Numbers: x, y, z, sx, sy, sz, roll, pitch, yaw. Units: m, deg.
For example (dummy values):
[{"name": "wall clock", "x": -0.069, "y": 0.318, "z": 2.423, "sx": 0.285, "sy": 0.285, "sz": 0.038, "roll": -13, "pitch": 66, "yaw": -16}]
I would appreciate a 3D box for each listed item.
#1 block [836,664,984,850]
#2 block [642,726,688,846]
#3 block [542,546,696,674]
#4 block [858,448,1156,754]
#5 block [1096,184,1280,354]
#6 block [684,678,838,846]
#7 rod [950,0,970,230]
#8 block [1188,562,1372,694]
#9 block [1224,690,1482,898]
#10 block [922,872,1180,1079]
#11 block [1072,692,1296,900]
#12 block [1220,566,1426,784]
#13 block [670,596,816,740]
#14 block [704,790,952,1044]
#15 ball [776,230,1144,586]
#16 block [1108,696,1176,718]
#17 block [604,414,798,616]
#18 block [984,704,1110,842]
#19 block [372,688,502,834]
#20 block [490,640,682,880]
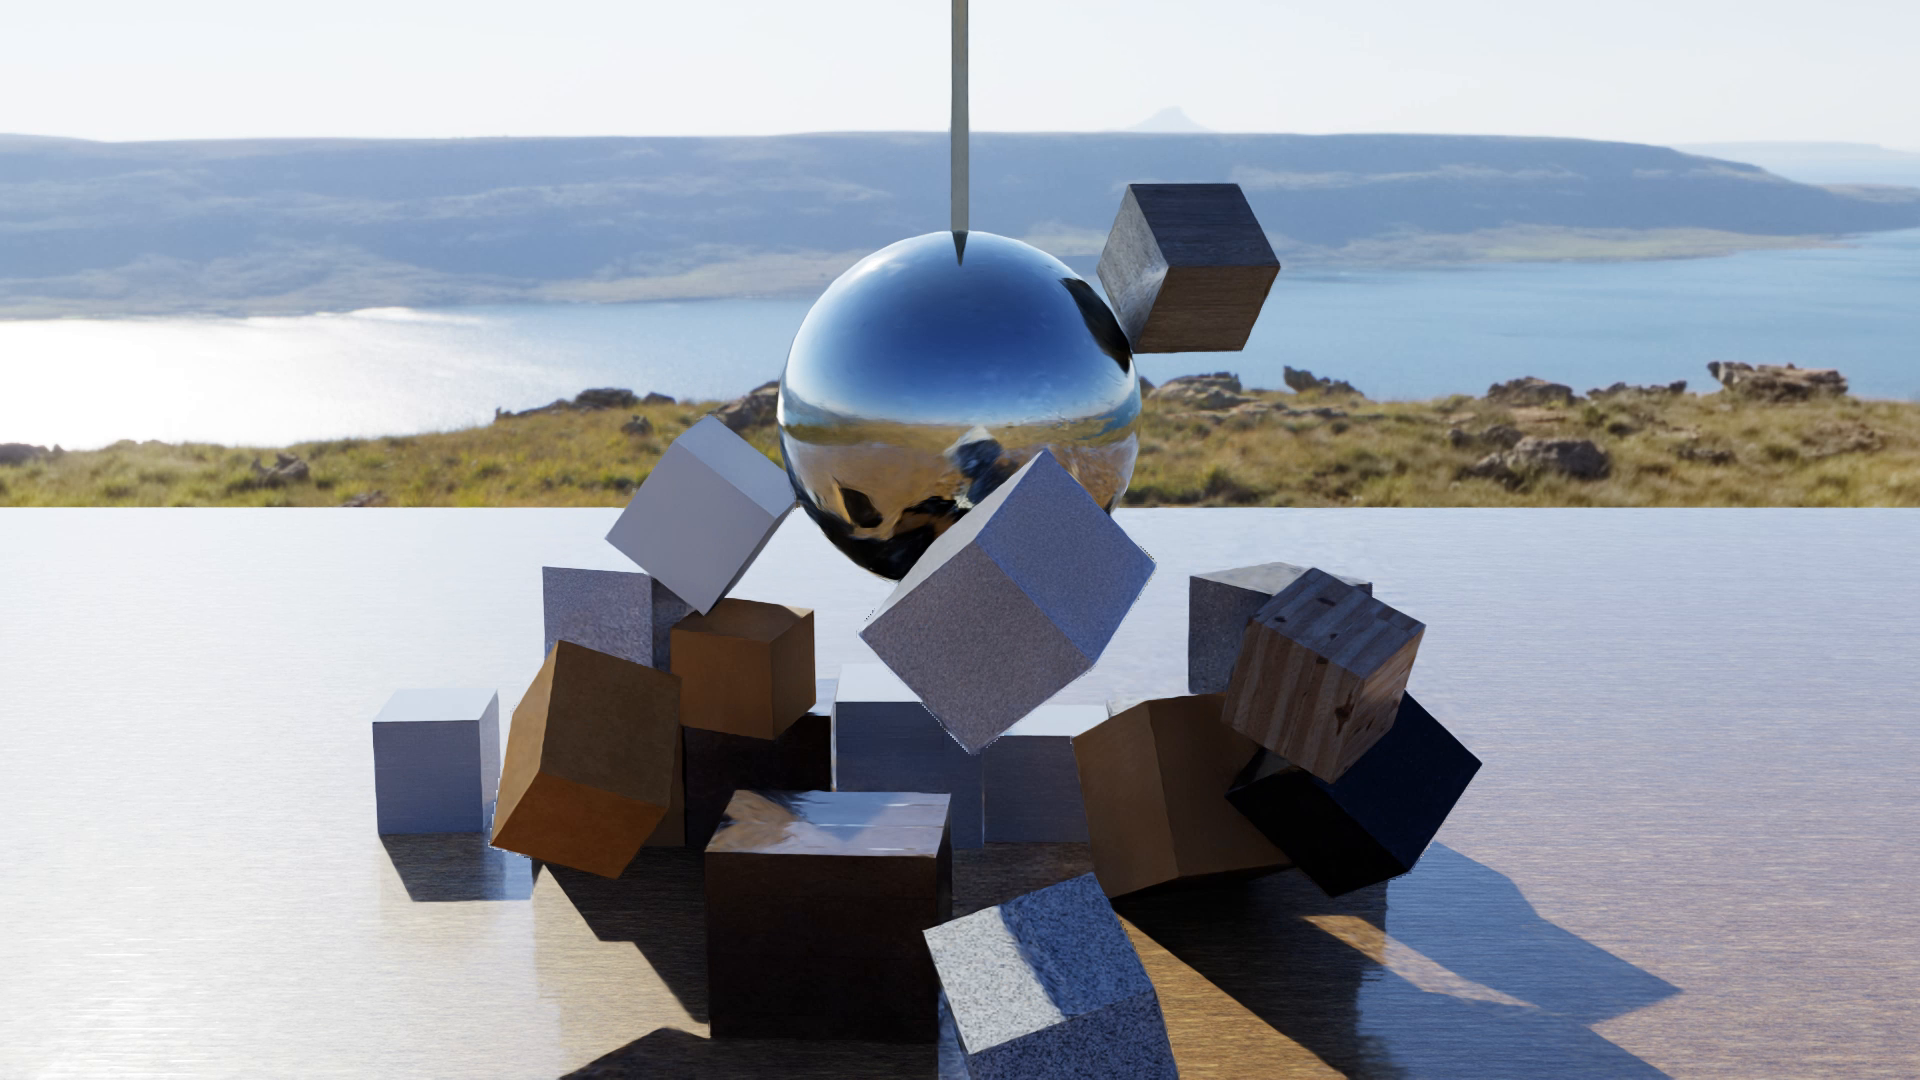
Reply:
[{"name": "block", "x": -0.253, "y": 1.103, "z": 11.360, "sx": 0.734, "sy": 0.764, "sz": 0.800, "roll": 0, "pitch": 10, "yaw": 0}, {"name": "block", "x": -1.773, "y": 1.093, "z": 11.383, "sx": 0.776, "sy": 0.777, "sz": 0.763, "roll": 0, "pitch": 10, "yaw": 0}, {"name": "block", "x": -1.709, "y": 0.404, "z": 11.250, "sx": 0.600, "sy": 0.627, "sz": 0.617, "roll": 3, "pitch": 11, "yaw": 18}, {"name": "block", "x": 0.175, "y": 0.211, "z": 7.754, "sx": 0.642, "sy": 0.584, "sz": 0.695, "roll": -40, "pitch": 7, "yaw": 36}, {"name": "block", "x": 0.998, "y": -1.200, "z": 9.707, "sx": 0.535, "sy": 0.513, "sz": 0.538, "roll": -3, "pitch": 50, "yaw": -21}, {"name": "block", "x": -1.009, "y": 1.141, "z": 11.391, "sx": 0.725, "sy": 0.679, "sz": 0.759, "roll": 0, "pitch": 10, "yaw": 0}, {"name": "rod", "x": 0.000, "y": -3.939, "z": 9.832, "sx": 0.080, "sy": 5.200, "sz": 0.080, "roll": 0, "pitch": -4, "yaw": 0}, {"name": "block", "x": 1.639, "y": 0.503, "z": 11.297, "sx": 0.633, "sy": 0.619, "sz": 0.679, "roll": -7, "pitch": 13, "yaw": -35}, {"name": "block", "x": 1.683, "y": 1.033, "z": 9.458, "sx": 0.629, "sy": 0.655, "sz": 0.640, "roll": -48, "pitch": 3, "yaw": -28}, {"name": "block", "x": 0.330, "y": 1.699, "z": 7.611, "sx": 0.642, "sy": 0.633, "sz": 0.752, "roll": -18, "pitch": 25, "yaw": -5}, {"name": "block", "x": 1.092, "y": 1.171, "z": 10.104, "sx": 0.756, "sy": 0.781, "sz": 0.874, "roll": -4, "pitch": -14, "yaw": -21}, {"name": "block", "x": 1.456, "y": 0.537, "z": 8.840, "sx": 0.528, "sy": 0.531, "sz": 0.518, "roll": 29, "pitch": 38, "yaw": 26}, {"name": "block", "x": -1.069, "y": 0.627, "z": 10.895, "sx": 0.545, "sy": 0.509, "sz": 0.491, "roll": 7, "pitch": 20, "yaw": 20}, {"name": "block", "x": -0.514, "y": 1.516, "z": 8.943, "sx": 0.907, "sy": 0.784, "sz": 0.723, "roll": 1, "pitch": 13, "yaw": 4}, {"name": "ball", "x": 0.000, "y": -0.546, "z": 9.623, "sx": 1.600, "sy": 1.600, "sz": 1.600, "roll": 0, "pitch": 10, "yaw": 0}, {"name": "block", "x": 1.115, "y": 1.180, "z": 11.374, "sx": 0.669, "sy": 0.609, "sz": 0.638, "roll": 0, "pitch": 10, "yaw": 0}, {"name": "block", "x": -1.260, "y": -0.133, "z": 10.969, "sx": 0.622, "sy": 0.641, "sz": 0.582, "roll": 38, "pitch": 19, "yaw": -1}, {"name": "block", "x": 0.447, "y": 1.202, "z": 11.389, "sx": 0.652, "sy": 0.560, "sz": 0.605, "roll": 0, "pitch": 10, "yaw": 0}, {"name": "block", "x": -2.739, "y": 1.152, "z": 11.565, "sx": 0.537, "sy": 0.596, "sz": 0.673, "roll": -1, "pitch": 10, "yaw": -4}, {"name": "block", "x": -1.583, "y": 0.936, "z": 9.353, "sx": 0.562, "sy": 0.591, "sz": 0.688, "roll": 19, "pitch": 44, "yaw": -21}]
